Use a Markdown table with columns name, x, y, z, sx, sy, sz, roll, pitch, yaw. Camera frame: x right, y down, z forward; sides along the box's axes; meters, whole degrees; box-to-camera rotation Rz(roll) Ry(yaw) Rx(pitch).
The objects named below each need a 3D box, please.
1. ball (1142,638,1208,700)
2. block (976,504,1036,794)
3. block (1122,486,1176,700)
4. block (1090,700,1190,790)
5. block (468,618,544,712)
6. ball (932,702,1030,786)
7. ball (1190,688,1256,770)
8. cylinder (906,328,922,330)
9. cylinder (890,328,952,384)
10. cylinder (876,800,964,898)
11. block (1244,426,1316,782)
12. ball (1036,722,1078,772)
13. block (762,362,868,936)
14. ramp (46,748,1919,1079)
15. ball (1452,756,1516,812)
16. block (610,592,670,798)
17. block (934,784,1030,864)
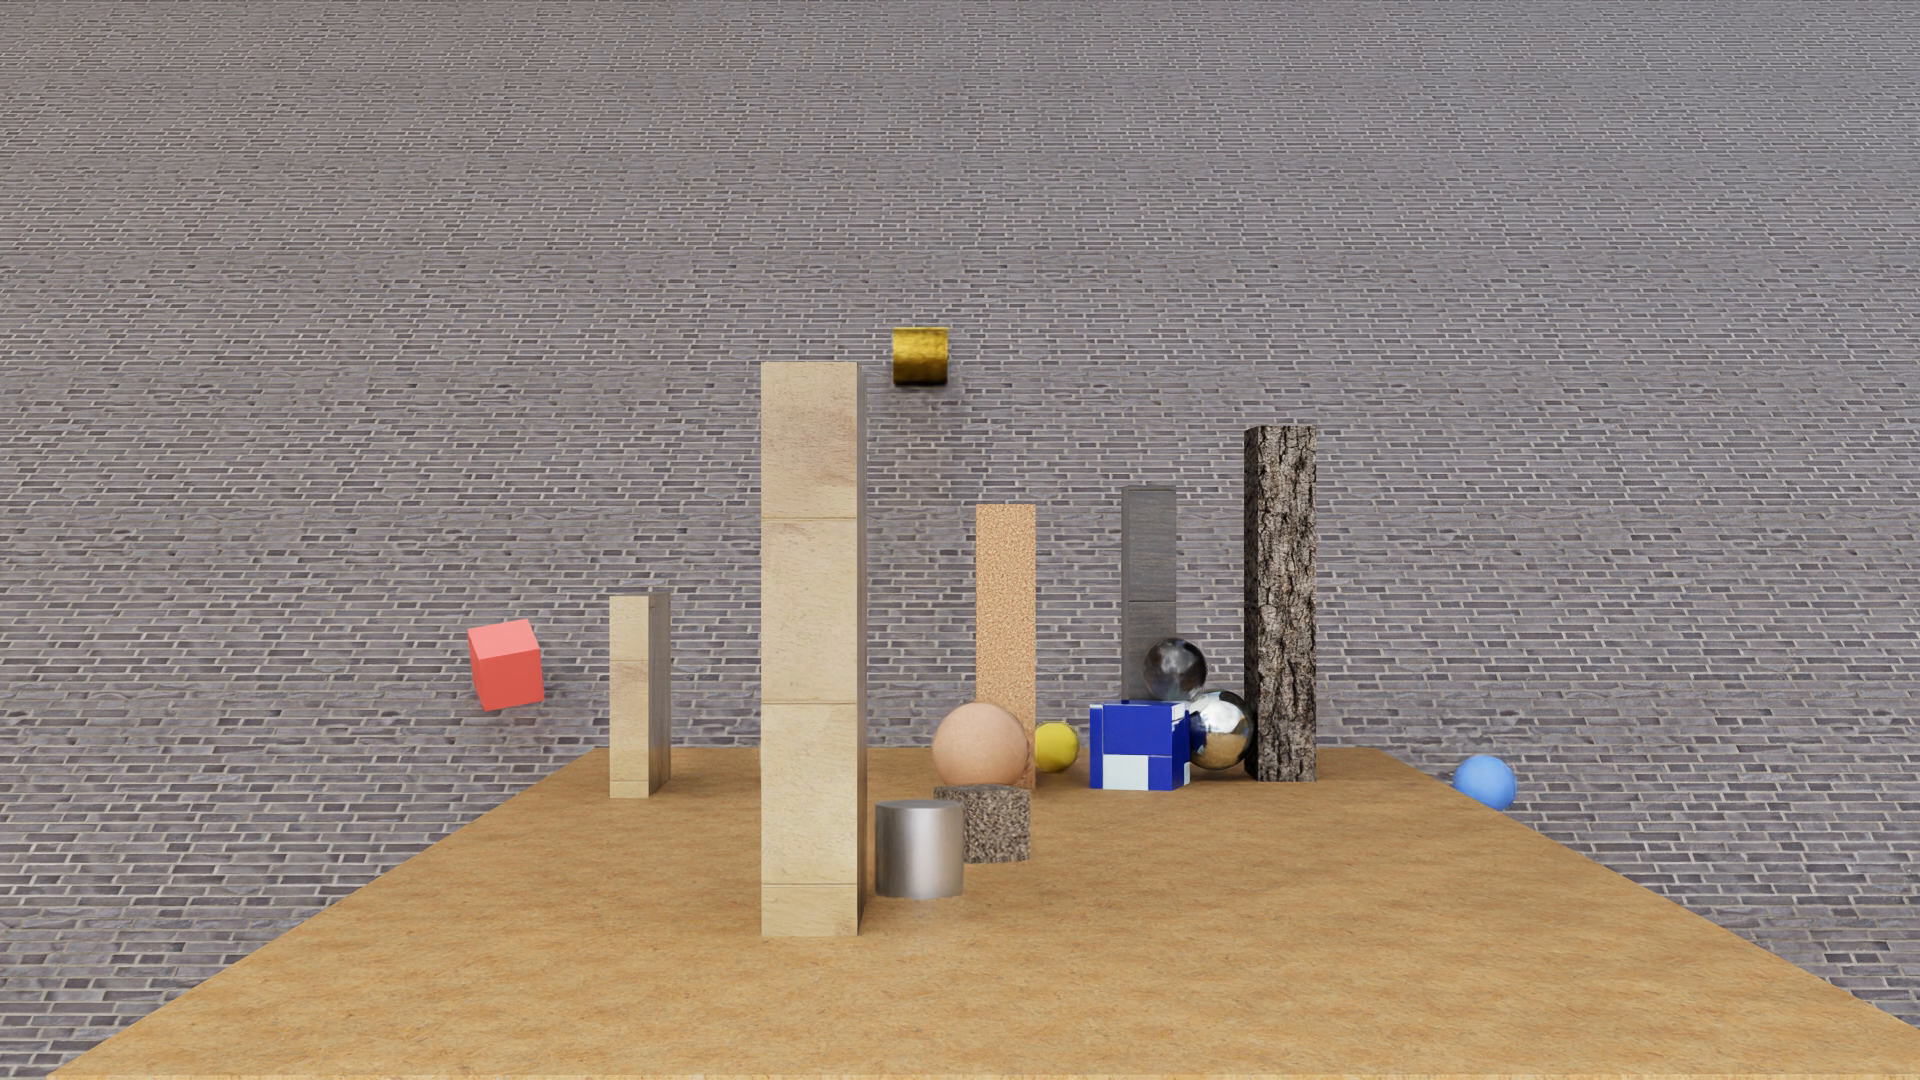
| name | x | y | z | sx | sy | sz | roll | pitch | yaw |
| --- | --- | --- | --- | --- | --- | --- | --- | --- | --- |
| ball | 0.477 | 0.288 | 5.736 | 0.143 | 0.143 | 0.143 | 0 | 29 | 0 |
| block | 0.097 | 0.230 | 5.628 | 0.125 | 0.612 | 0.309 | 0 | 0 | 0 |
| block | 0.433 | 0.206 | 5.942 | 0.106 | 0.659 | 0.269 | 0 | 0 | 0 |
| block | 0.393 | 0.446 | 5.640 | 0.181 | 0.181 | 0.181 | 0 | 0 | 17 |
| block | -1.228 | 0.338 | 6.998 | 0.165 | 0.165 | 0.165 | -10 | 31 | -17 |
| ball | 0.044 | 0.437 | 5.374 | 0.201 | 0.201 | 0.201 | 0 | 29 | 0 |
| ball | 0.569 | 0.422 | 5.768 | 0.184 | 0.184 | 0.184 | 0 | 29 | 0 |
| cylinder | -0.130 | -0.667 | 8.833 | 0.108 | 0.108 | 0.108 | 1 | 29 | 0 |
| cylinder | -0.131 | -0.617 | 8.671 | 0.182 | 0.182 | 0.182 | -4 | 29 | 8 |
| cylinder | -0.062 | 0.474 | 3.977 | 0.136 | 0.136 | 0.136 | 0 | 0 | 0 |
| block | 0.725 | 0.141 | 5.871 | 0.128 | 0.788 | 0.285 | 0 | 0 | 0 |
| ball | 0.217 | 0.478 | 5.961 | 0.115 | 0.115 | 0.115 | 0 | 29 | 0 |
| block | -0.207 | 0.149 | 3.738 | 0.131 | 0.787 | 0.394 | 0 | 0 | 0 |
| ramp | 0.066 | 0.589 | 4.641 | 2.000 | 0.100 | 4.000 | 0 | 0 | 0 |
| ball | 1.226 | 0.576 | 6.055 | 0.145 | 0.145 | 0.145 | 0 | 29 | 0 |
| block | -0.690 | 0.327 | 5.599 | 0.081 | 0.420 | 0.416 | 0 | 0 | 0 |
| block | 0.037 | 0.481 | 4.393 | 0.118 | 0.118 | 0.118 | 0 | 0 | -30 |
